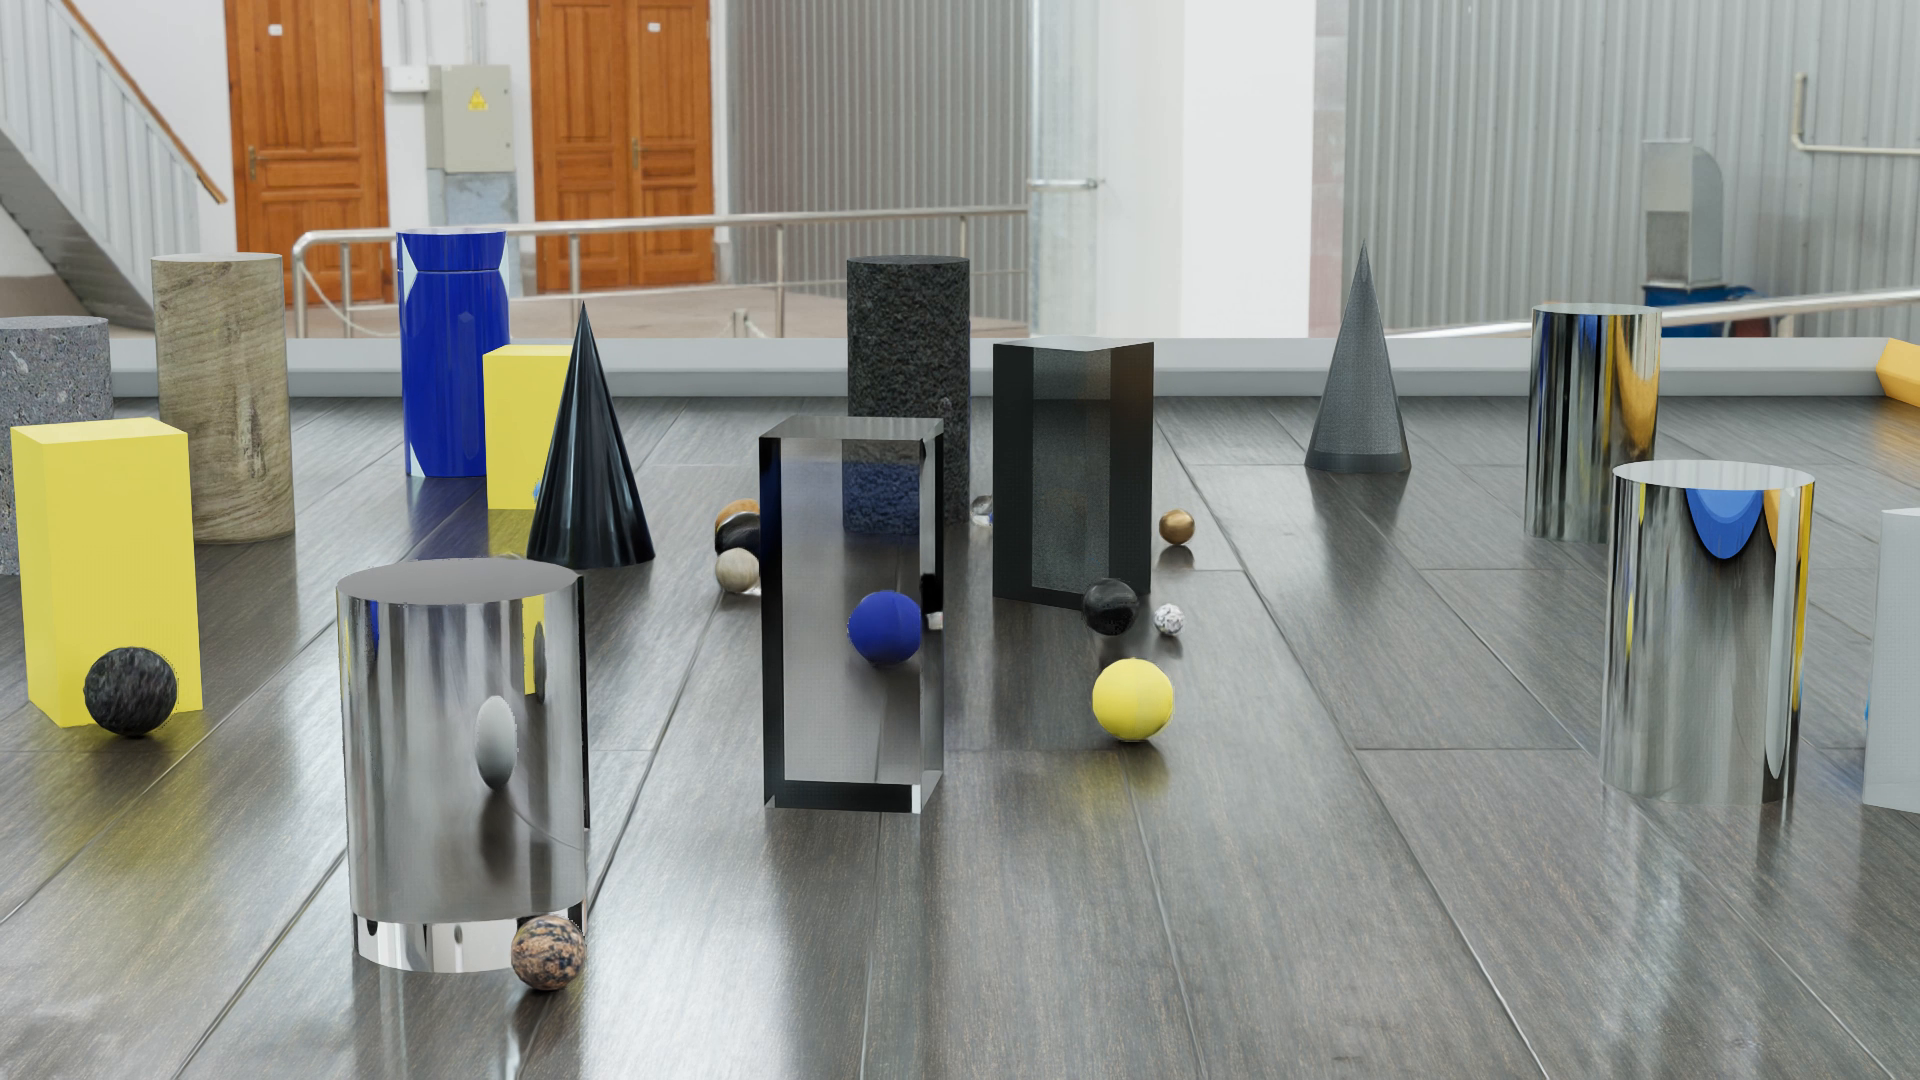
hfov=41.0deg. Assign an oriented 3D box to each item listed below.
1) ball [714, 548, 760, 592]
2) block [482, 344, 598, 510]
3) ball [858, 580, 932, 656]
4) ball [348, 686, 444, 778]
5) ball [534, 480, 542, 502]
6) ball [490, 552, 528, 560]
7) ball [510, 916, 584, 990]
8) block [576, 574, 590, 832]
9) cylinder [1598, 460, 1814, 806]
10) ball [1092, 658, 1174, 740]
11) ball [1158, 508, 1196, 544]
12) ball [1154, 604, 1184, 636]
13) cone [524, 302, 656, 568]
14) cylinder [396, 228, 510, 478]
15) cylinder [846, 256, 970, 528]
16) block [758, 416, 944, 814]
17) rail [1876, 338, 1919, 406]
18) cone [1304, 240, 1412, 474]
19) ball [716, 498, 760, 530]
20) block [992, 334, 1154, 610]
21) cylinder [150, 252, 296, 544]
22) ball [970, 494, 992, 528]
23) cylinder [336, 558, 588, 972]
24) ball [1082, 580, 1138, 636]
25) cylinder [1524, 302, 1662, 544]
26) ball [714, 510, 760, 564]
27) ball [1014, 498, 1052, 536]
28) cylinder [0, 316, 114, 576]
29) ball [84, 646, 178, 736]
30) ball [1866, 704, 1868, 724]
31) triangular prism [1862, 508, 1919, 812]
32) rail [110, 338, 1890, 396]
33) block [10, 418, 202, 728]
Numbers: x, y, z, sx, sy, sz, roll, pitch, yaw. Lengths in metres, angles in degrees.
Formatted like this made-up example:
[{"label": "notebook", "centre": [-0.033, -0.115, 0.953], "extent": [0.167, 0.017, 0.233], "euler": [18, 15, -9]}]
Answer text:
[{"label": "ball", "centre": [-0.311, 0.042, 3.582], "extent": [0.063, 0.063, 0.063], "euler": [0, 10, 0]}, {"label": "block", "centre": [-0.700, -0.191, 4.311], "extent": [0.157, 0.256, 0.157], "euler": [1, 11, 4]}, {"label": "ball", "centre": [-0.082, 0.097, 3.202], "extent": [0.093, 0.093, 0.093], "euler": [0, 10, 0]}, {"label": "ball", "centre": [-0.582, 0.198, 2.648], "extent": [0.096, 0.096, 0.096], "euler": [0, 10, 0]}, {"label": "ball", "centre": [-0.671, -0.075, 4.220], "extent": [0.061, 0.061, 0.061], "euler": [0, 10, 0]}, {"label": "ball", "centre": [-0.607, 0.058, 3.441], "extent": [0.083, 0.083, 0.083], "euler": [0, 10, 0]}, {"label": "ball", "centre": [-0.329, 0.329, 2.045], "extent": [0.059, 0.059, 0.059], "euler": [0, 10, 0]}, {"label": "block", "centre": [-0.463, 0.162, 2.420], "extent": [0.157, 0.250, 0.157], "euler": [5, 12, 26]}, {"label": "cylinder", "centre": [0.761, 0.090, 2.621], "extent": [0.197, 0.318, 0.197], "euler": [0, 10, 0]}, {"label": "ball", "centre": [0.189, 0.174, 2.800], "extent": [0.089, 0.089, 0.089], "euler": [0, 10, 0]}, {"label": "ball", "centre": [0.333, -0.021, 3.940], "extent": [0.057, 0.057, 0.057], "euler": [0, 10, 0]}, {"label": "ball", "centre": [0.270, 0.103, 3.316], "extent": [0.040, 0.040, 0.040], "euler": [0, 10, 0]}, {"label": "cone", "centre": [-0.555, -0.165, 3.815], "extent": [0.197, 0.385, 0.197], "euler": [0, 10, 0]}, {"label": "cylinder", "centre": [-0.910, -0.341, 4.634], "extent": [0.197, 0.433, 0.197], "euler": [0, 10, 0]}, {"label": "cylinder", "centre": [-0.083, -0.241, 4.133], "extent": [0.197, 0.420, 0.197], "euler": [0, 10, 0]}, {"label": "block", "centre": [-0.106, 0.071, 2.581], "extent": [0.157, 0.371, 0.157], "euler": [1, 11, 8]}, {"label": "rail", "centre": [2.058, 0.031, 3.461], "extent": [0.045, 0.128, 4.577], "euler": [0, 10, 0]}, {"label": "cone", "centre": [0.733, -0.344, 4.690], "extent": [0.197, 0.418, 0.197], "euler": [0, 10, 0]}, {"label": "ball", "centre": [-0.323, -0.019, 3.845], "extent": [0.087, 0.087, 0.087], "euler": [0, 10, 0]}, {"label": "block", "centre": [0.156, -0.097, 3.539], "extent": [0.157, 0.352, 0.157], "euler": [8, 13, 38]}, {"label": "cylinder", "centre": [-1.149, -0.225, 4.006], "extent": [0.197, 0.433, 0.197], "euler": [0, 10, 0]}, {"label": "ball", "centre": [0.042, -0.047, 4.092], "extent": [0.053, 0.053, 0.053], "euler": [0, 10, 0]}, {"label": "cylinder", "centre": [-0.416, 0.184, 2.153], "extent": [0.197, 0.306, 0.197], "euler": [0, 10, 0]}, {"label": "ball", "centre": [0.194, 0.087, 3.312], "extent": [0.073, 0.073, 0.073], "euler": [0, 10, 0]}, {"label": "cylinder", "centre": [0.989, -0.186, 4.016], "extent": [0.197, 0.353, 0.197], "euler": [0, 10, 0]}, {"label": "ball", "centre": [-0.310, 0.003, 3.715], "extent": [0.091, 0.091, 0.091], "euler": [0, 10, 0]}, {"label": "ball", "centre": [0.113, -0.037, 4.017], "extent": [0.060, 0.060, 0.060], "euler": [0, 10, 0]}, {"label": "cylinder", "centre": [-1.344, -0.142, 3.770], "extent": [0.197, 0.357, 0.197], "euler": [0, 10, 0]}, {"label": "ball", "centre": [-0.911, 0.166, 2.818], "extent": [0.098, 0.098, 0.098], "euler": [0, 10, 0]}, {"label": "ball", "centre": [1.016, 0.189, 2.778], "extent": [0.068, 0.068, 0.068], "euler": [0, 10, 0]}, {"label": "triangular prism", "centre": [1.015, 0.117, 2.543], "extent": [0.170, 0.295, 0.148], "euler": [8, 13, 38]}, {"label": "rail", "centre": [-0.013, -0.380, 5.676], "extent": [4.163, 0.128, 0.045], "euler": [0, 10, 0]}, {"label": "block", "centre": [-0.975, 0.032, 2.932], "extent": [0.157, 0.319, 0.157], "euler": [-6, 12, -31]}]
